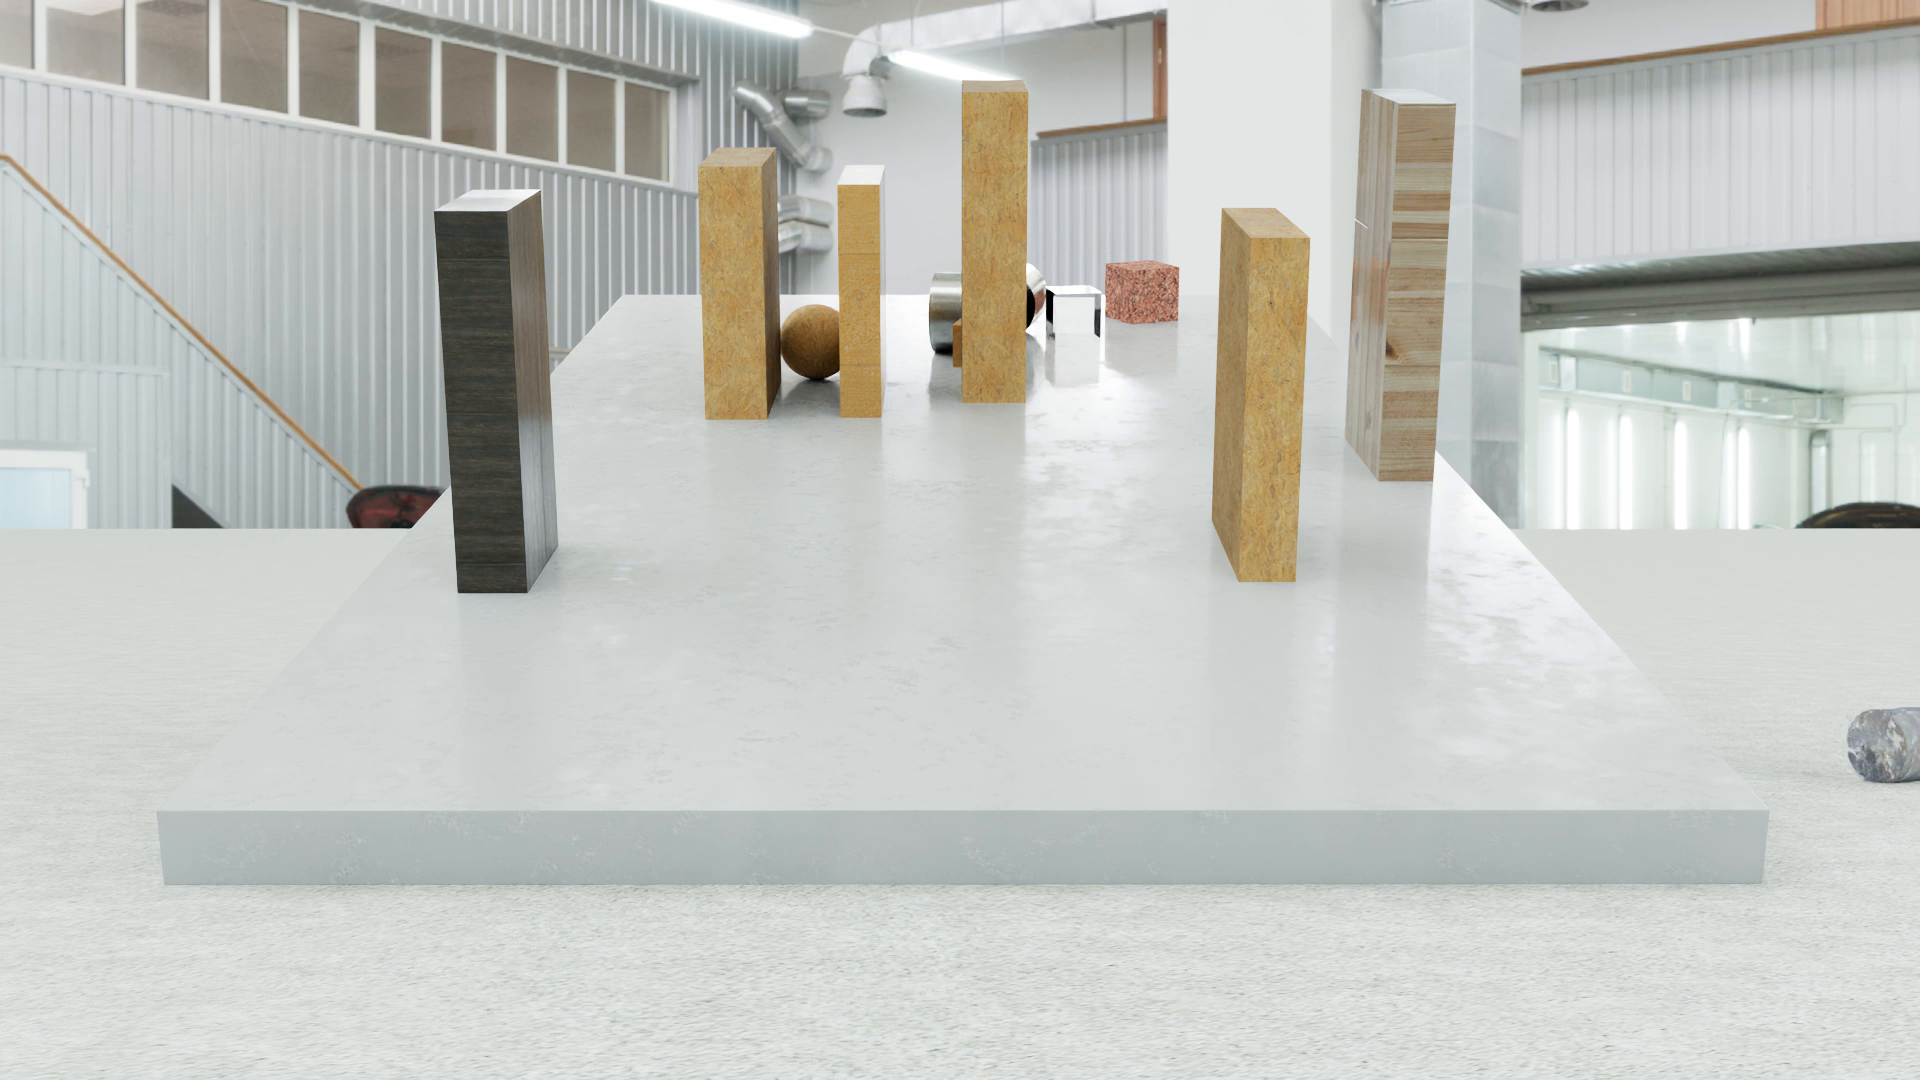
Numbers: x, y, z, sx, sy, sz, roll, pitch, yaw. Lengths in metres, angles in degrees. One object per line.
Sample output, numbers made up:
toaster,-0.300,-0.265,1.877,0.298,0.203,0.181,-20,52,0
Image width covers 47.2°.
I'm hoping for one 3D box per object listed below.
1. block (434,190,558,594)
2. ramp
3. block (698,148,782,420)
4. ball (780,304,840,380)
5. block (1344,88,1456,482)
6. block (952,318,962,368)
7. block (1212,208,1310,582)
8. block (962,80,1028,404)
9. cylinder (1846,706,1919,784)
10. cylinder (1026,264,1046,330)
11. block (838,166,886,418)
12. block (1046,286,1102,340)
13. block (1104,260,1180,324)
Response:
block,-0.768,-0.253,3.672,0.115,0.626,0.294,0,15,0
ramp,-0.002,-0.151,4.667,2.000,0.100,4.000,0,15,0
block,-0.499,-0.595,5.033,0.138,0.559,0.431,0,15,0
ball,-0.349,-0.481,5.328,0.182,0.182,0.182,0,0,0
block,0.883,-0.523,4.445,0.109,0.737,0.391,0,15,0
block,0.044,-0.494,5.520,0.105,0.105,0.105,3,16,10
block,0.514,-0.261,3.798,0.096,0.576,0.401,0,15,0
block,0.078,-0.711,5.181,0.146,0.705,0.415,0,15,0
cylinder,1.650,0.358,3.853,0.128,0.128,0.128,0,1,-27
cylinder,0.127,-0.646,5.912,0.189,0.189,0.189,0,15,13
block,-0.222,-0.578,5.047,0.092,0.519,0.405,0,15,0
block,0.304,-0.611,5.908,0.124,0.124,0.124,-3,16,-10
block,0.510,-0.695,6.163,0.150,0.150,0.150,-7,17,-25
